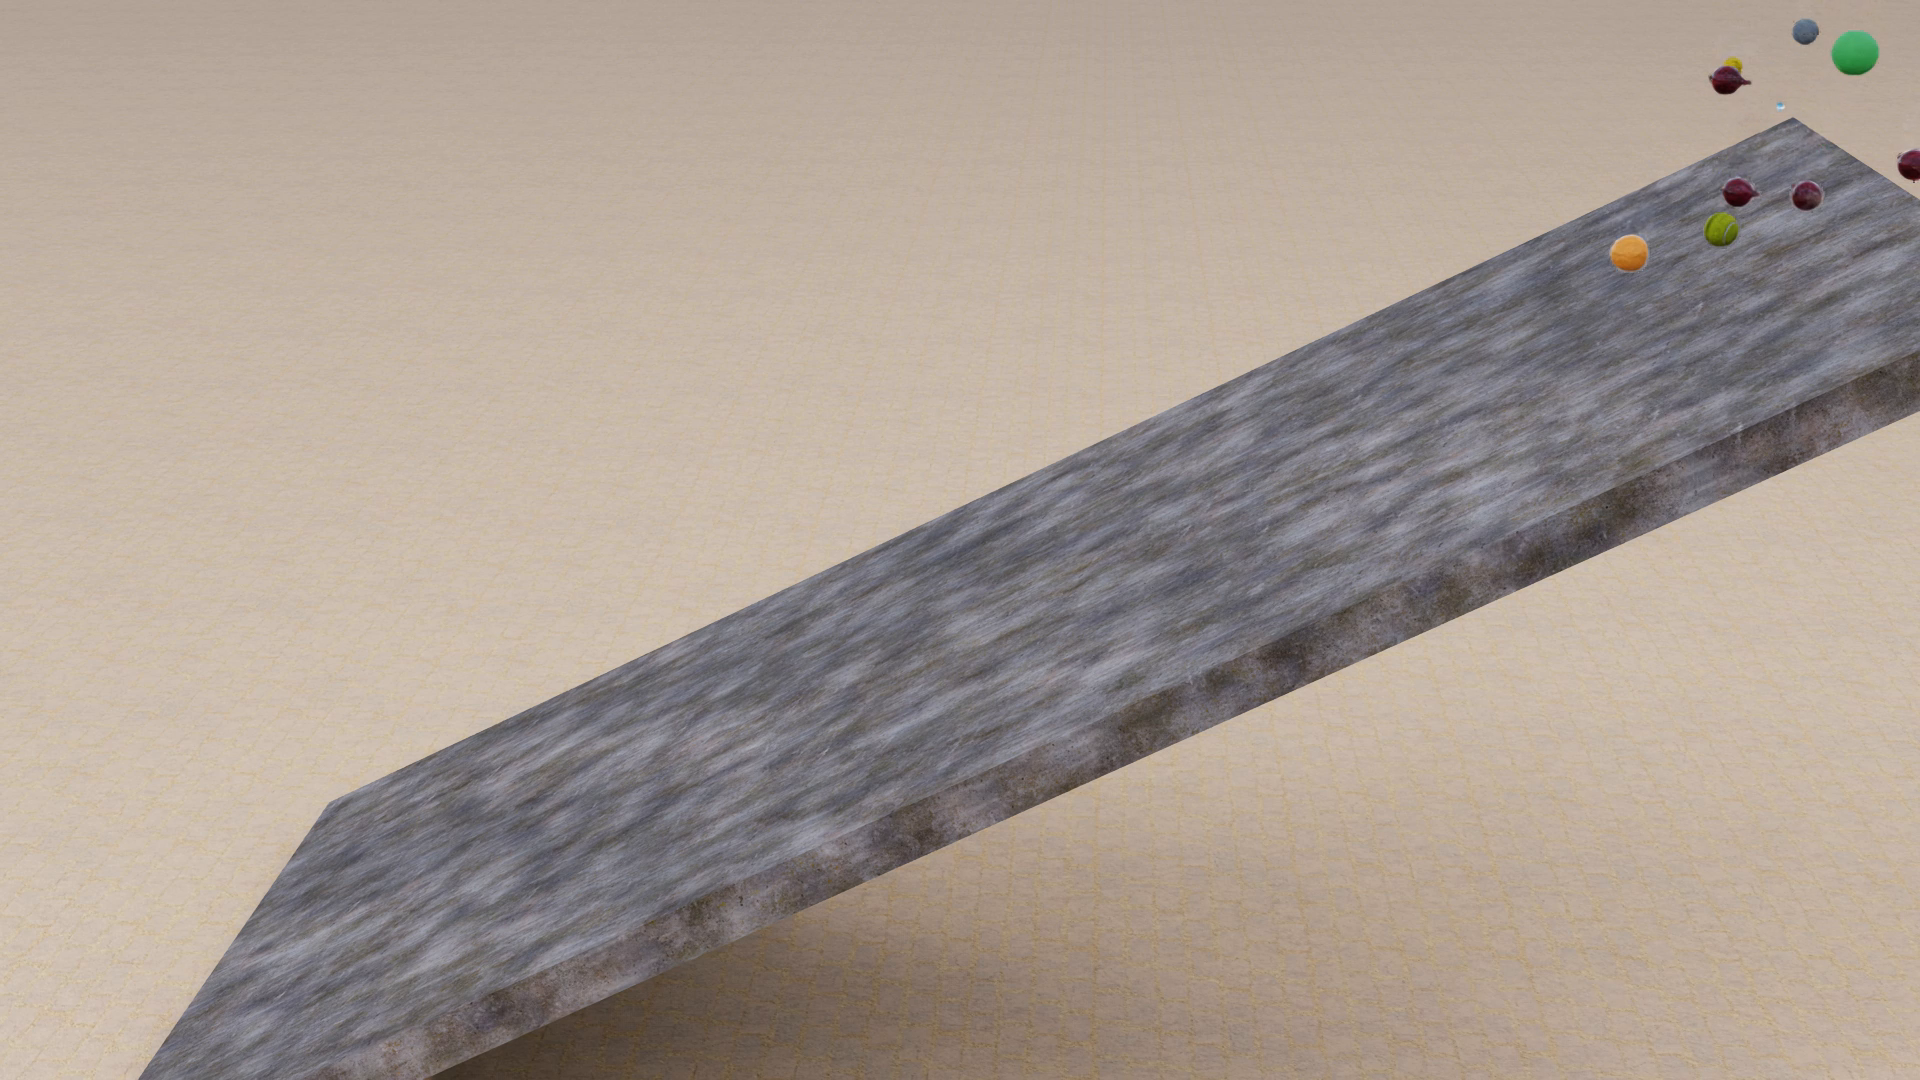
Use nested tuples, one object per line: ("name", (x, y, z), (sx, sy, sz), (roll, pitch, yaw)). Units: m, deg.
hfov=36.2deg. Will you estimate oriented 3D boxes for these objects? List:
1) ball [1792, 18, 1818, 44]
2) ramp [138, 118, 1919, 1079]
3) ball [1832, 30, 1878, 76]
("ball", (1.703, -1.024, 5.927), (0.051, 0.051, 0.051), (0, 16, 0))
("ramp", (0.138, 0.168, 6.281), (4.000, 0.100, 2.000), (-25, 14, 10))
("ball", (1.758, -0.957, 5.775), (0.089, 0.089, 0.089), (0, 16, 0))
